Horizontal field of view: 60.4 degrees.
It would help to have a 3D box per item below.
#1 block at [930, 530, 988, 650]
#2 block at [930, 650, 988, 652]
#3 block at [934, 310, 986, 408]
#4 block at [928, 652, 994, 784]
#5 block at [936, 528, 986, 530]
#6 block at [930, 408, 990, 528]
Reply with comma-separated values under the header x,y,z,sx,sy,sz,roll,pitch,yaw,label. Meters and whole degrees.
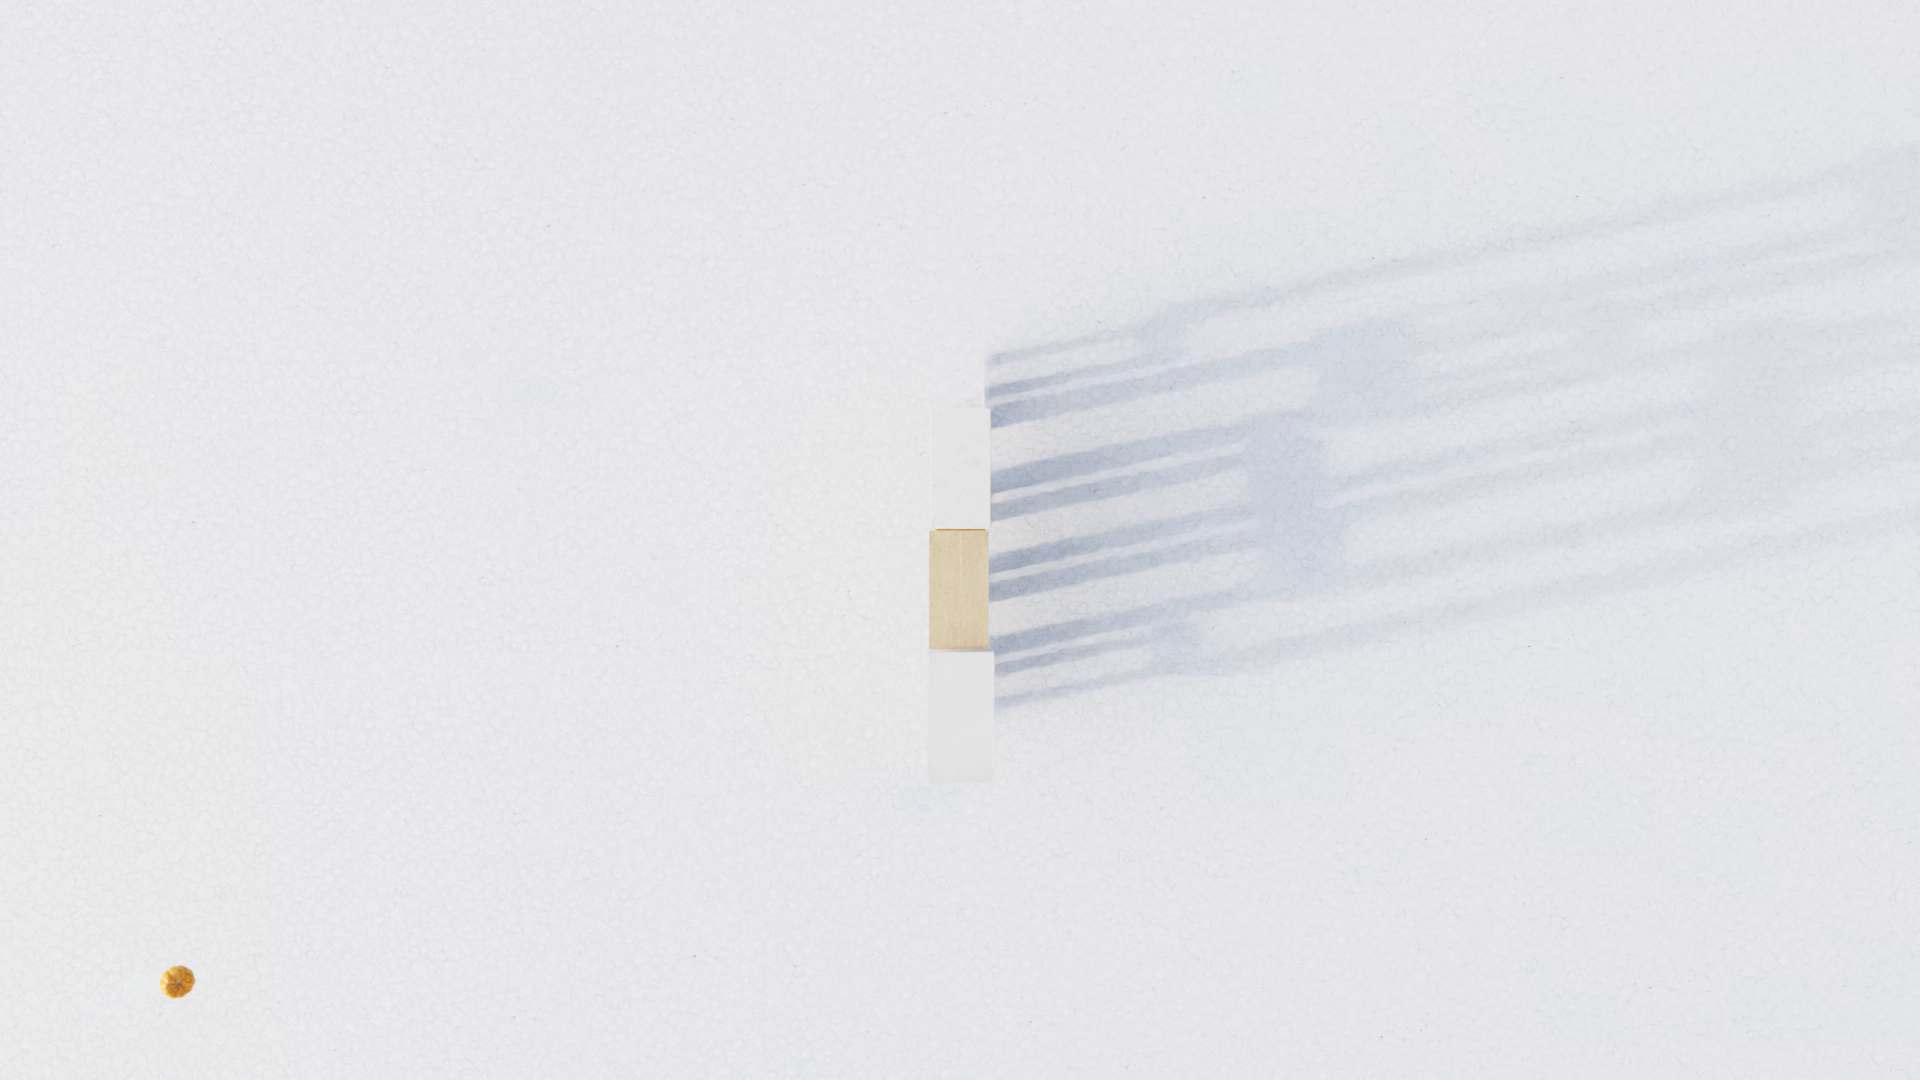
x,y,z,sx,sy,sz,roll,pitch,yaw,label
-0.003,0.135,4.460,0.160,0.045,0.320,0,90,0,block
-0.001,0.291,4.830,0.167,0.047,0.334,0,90,0,block
-0.001,-0.509,4.697,0.146,0.041,0.292,0,91,0,block
0.004,0.475,4.431,0.175,0.050,0.350,0,90,0,block
0.002,-0.025,4.823,0.144,0.041,0.289,0,90,0,block
0.001,-0.192,4.456,0.162,0.046,0.323,0,90,0,block
